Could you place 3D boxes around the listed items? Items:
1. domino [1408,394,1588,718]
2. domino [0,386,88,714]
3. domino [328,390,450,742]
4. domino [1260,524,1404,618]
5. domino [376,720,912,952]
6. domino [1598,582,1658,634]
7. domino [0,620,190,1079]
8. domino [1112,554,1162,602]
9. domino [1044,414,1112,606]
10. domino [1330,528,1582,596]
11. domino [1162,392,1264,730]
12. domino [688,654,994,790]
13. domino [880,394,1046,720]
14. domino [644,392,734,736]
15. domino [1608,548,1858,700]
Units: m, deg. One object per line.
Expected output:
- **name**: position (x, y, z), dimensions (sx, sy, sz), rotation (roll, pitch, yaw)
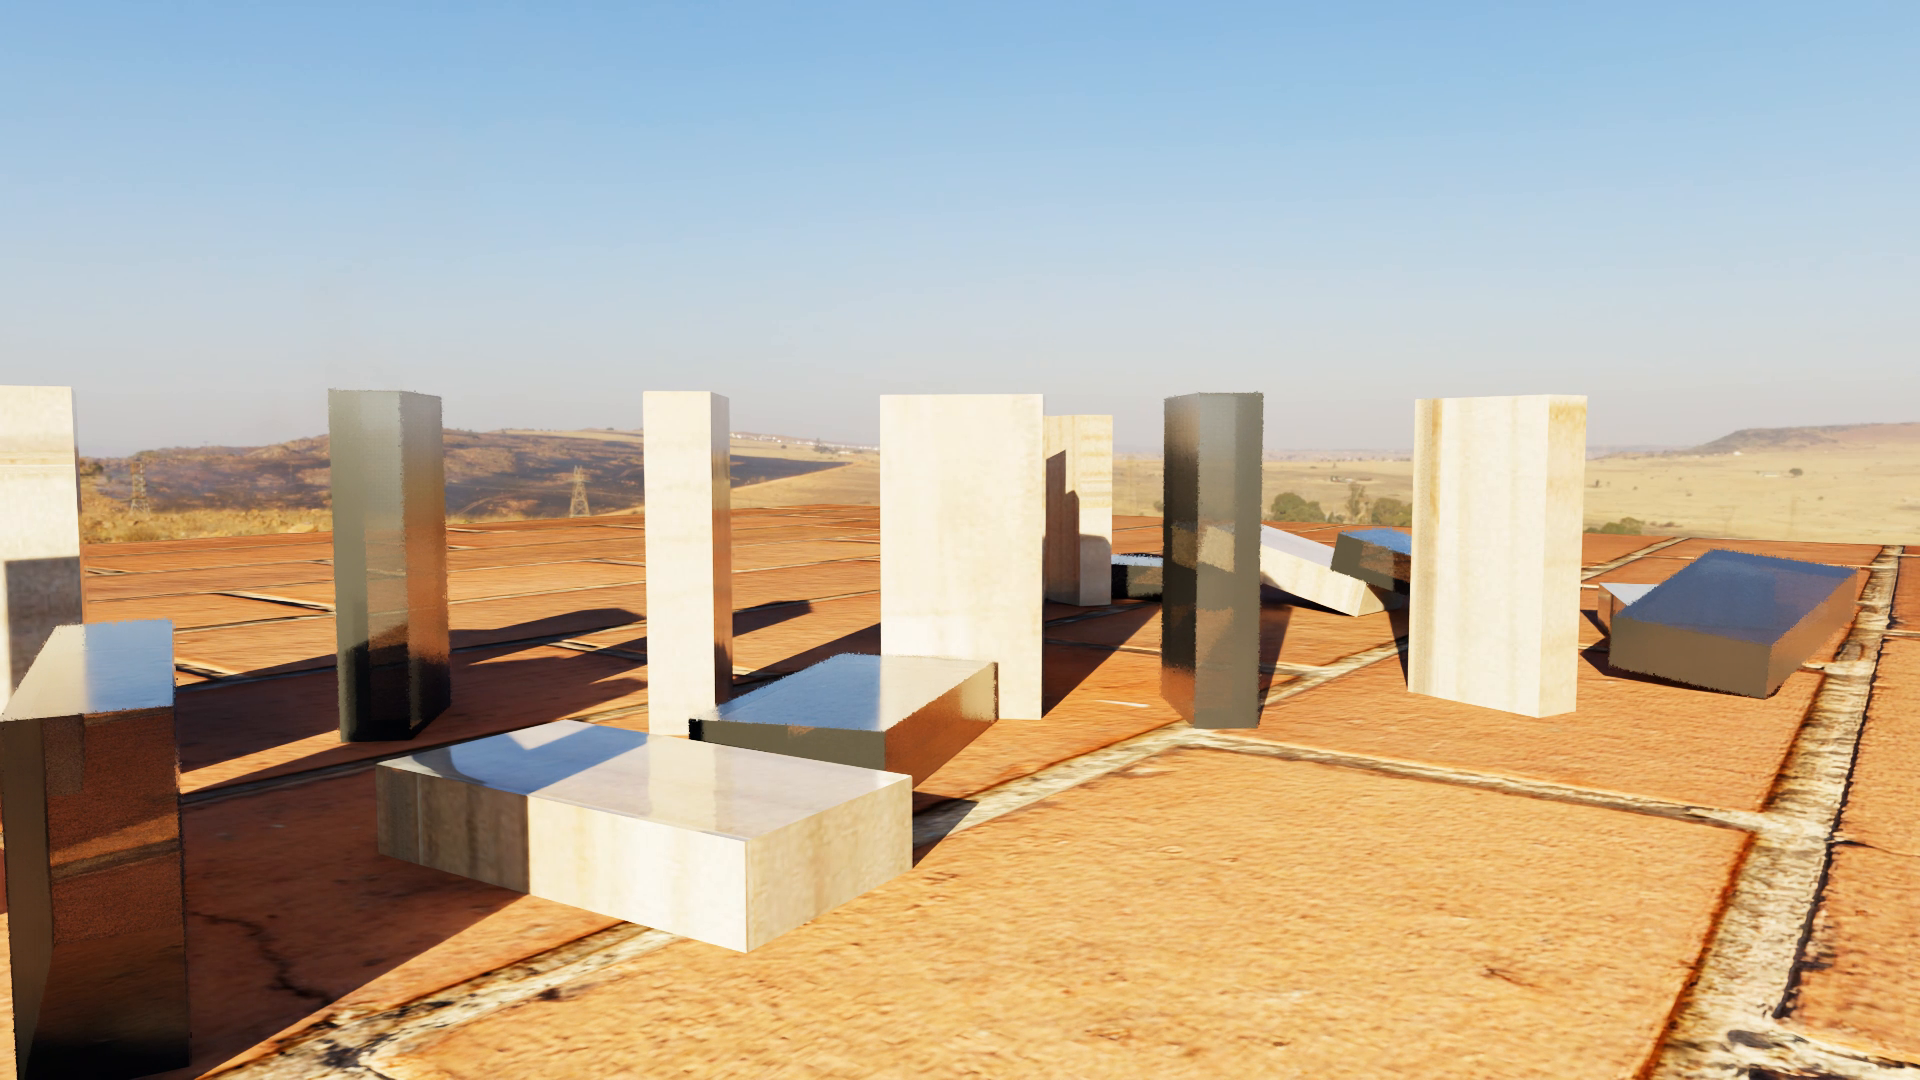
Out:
- **domino**: position (0.088, 0.002, 0.211), dimensions (0.009, 0.050, 0.025), rotation (-3, 5, -31)
- **domino**: position (-0.128, 0.004, 0.179), dimensions (0.009, 0.050, 0.025), rotation (-3, 5, -33)
- **domino**: position (-0.086, 0.003, 0.194), dimensions (0.009, 0.050, 0.025), rotation (-1, 4, -9)
- **domino**: position (0.089, 0.006, 0.340), dimensions (0.050, 0.009, 0.025), rotation (22, 18, 40)
- **domino**: position (-0.033, 0.028, 0.131), dimensions (0.050, 0.010, 0.025), rotation (3, 5, 31)
- **domino**: position (0.155, 0.017, 0.278), dimensions (0.025, 0.010, 0.050), rotation (2, 5, 20)
- **domino**: position (-0.070, 0.022, 0.106), dimensions (0.009, 0.025, 0.050), rotation (-3, 5, -31)
- **domino**: position (0.053, 0.011, 0.361), dimensions (0.050, 0.010, 0.025), rotation (3, 5, 36)
- **domino**: position (0.031, -0.009, 0.348), dimensions (0.010, 0.050, 0.025), rotation (-2, 5, -25)
- **domino**: position (0.118, 0.009, 0.308), dimensions (0.025, 0.009, 0.050), rotation (-4, 19, -44)
- **domino**: position (0.039, 0.002, 0.202), dimensions (0.009, 0.050, 0.025), rotation (0, 4, -3)
- **domino**: position (-0.014, 0.025, 0.175), dimensions (0.025, 0.009, 0.050), rotation (1, 4, 16)
- **domino**: position (0.001, 0.002, 0.203), dimensions (0.025, 0.050, 0.010), rotation (1, 4, 7)
- **domino**: position (-0.042, 0.003, 0.198), dimensions (0.009, 0.050, 0.025), rotation (0, 4, -4)
- **domino**: position (0.144, 0.014, 0.237), dimensions (0.050, 0.009, 0.025), rotation (-18, 21, -40)
